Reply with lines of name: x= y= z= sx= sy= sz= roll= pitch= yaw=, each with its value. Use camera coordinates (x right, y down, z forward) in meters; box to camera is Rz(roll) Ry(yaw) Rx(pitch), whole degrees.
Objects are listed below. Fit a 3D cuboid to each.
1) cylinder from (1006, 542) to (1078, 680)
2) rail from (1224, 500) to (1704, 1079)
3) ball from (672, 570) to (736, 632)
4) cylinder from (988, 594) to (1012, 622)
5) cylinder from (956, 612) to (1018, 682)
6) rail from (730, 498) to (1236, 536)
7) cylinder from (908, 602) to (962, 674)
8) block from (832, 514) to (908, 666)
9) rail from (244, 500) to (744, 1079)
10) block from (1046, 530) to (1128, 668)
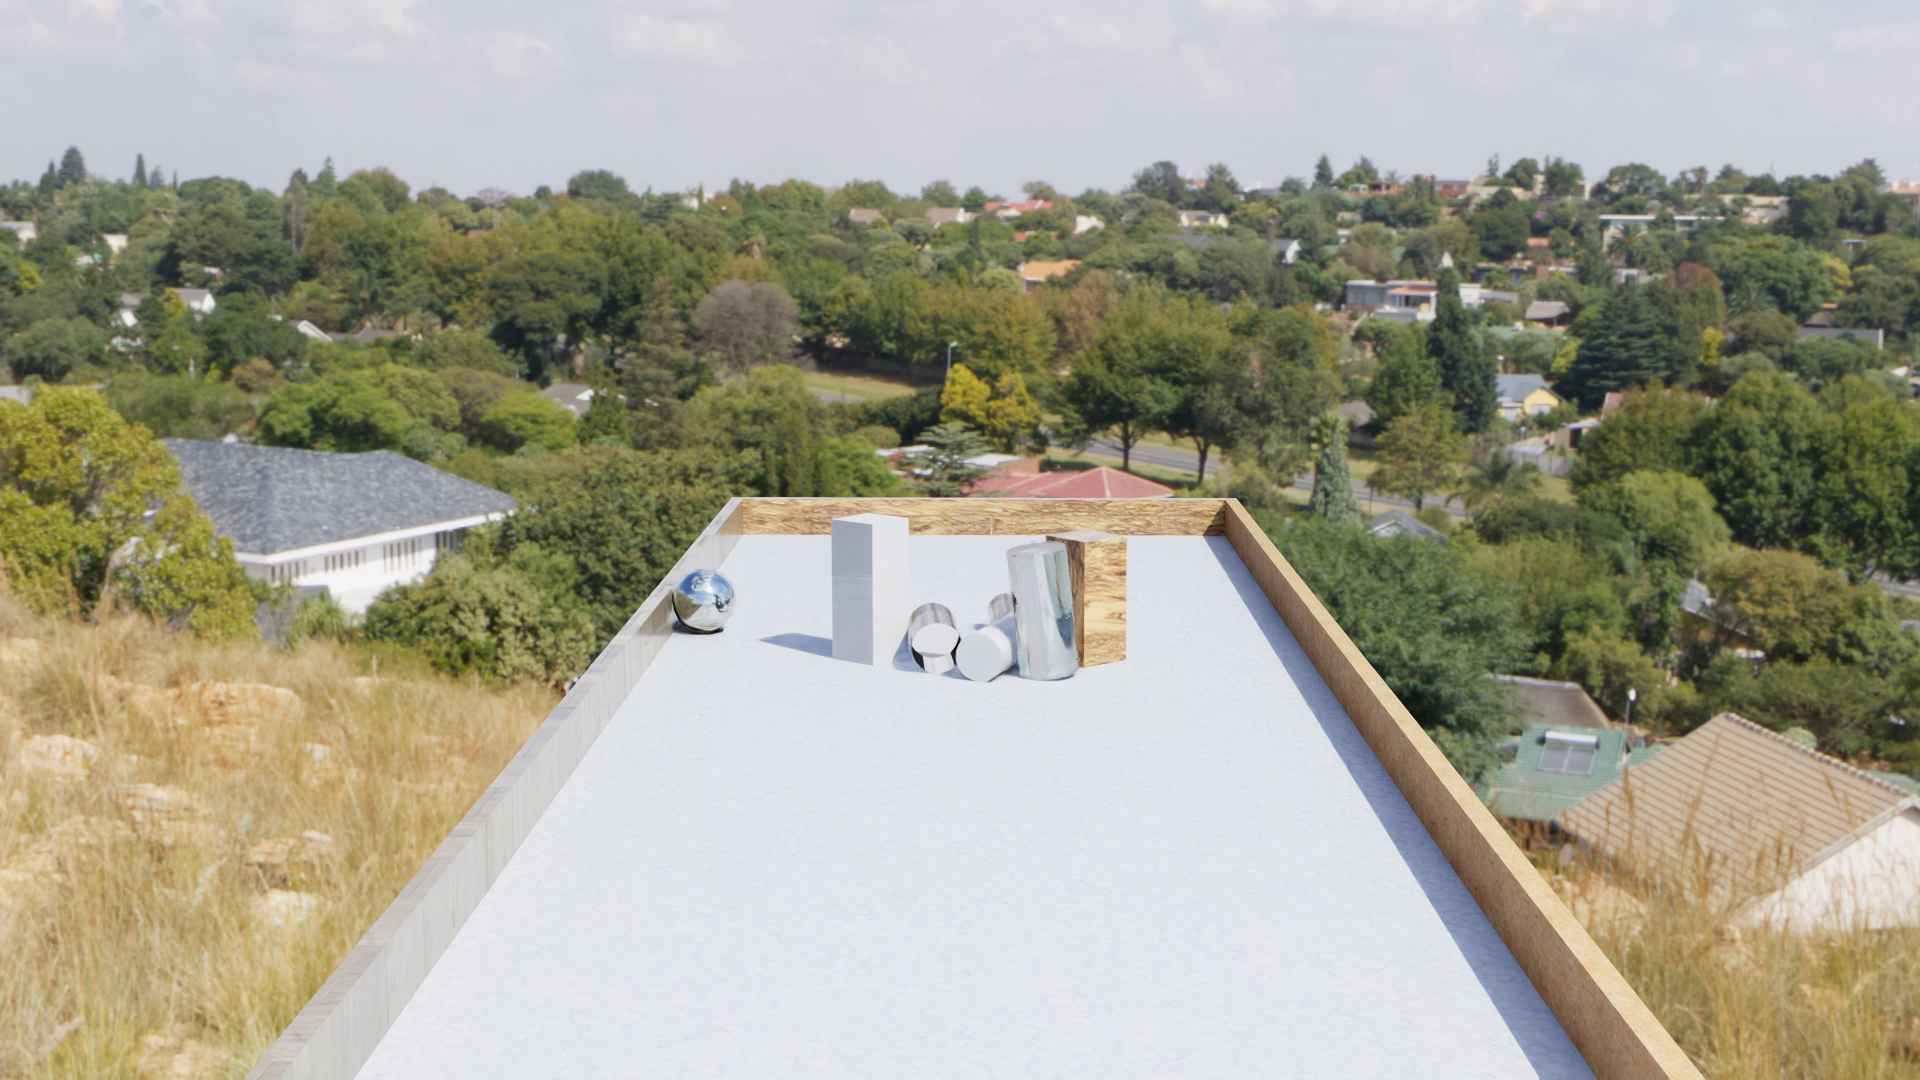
cylinder: x=0.243 y=0.207 z=6.455 sx=0.175 sy=0.372 sz=0.175 roll=-7 pitch=11 yaw=1
rail: x=1.046 y=0.843 z=3.208 sx=0.050 sy=0.150 sz=12.000 roll=0 pitch=9 yaw=1
ball: x=-0.827 y=0.198 z=7.111 sx=0.202 sy=0.202 sz=0.202 roll=0 pitch=9 yaw=0
cylinder: x=0.152 y=0.262 z=6.984 sx=0.116 sy=0.116 sz=0.401 roll=0 pitch=9 yaw=-1
cylinder: x=0.123 y=0.313 z=6.576 sx=0.143 sy=0.143 sz=0.395 roll=3 pitch=10 yaw=20
rail: x=0.099 y=-0.098 z=9.147 sx=2.100 sy=0.150 sz=0.050 roll=0 pitch=9 yaw=1
cylinder: x=-0.076 y=0.295 z=6.668 sx=0.152 sy=0.152 sz=0.328 roll=-1 pitch=10 yaw=-4
block: x=-0.273 y=0.148 z=6.698 sx=0.165 sy=0.431 sz=0.165 roll=7 pitch=12 yaw=38
rail: x=-1.004 y=0.839 z=3.234 sx=0.050 sy=0.150 sz=12.000 roll=0 pitch=9 yaw=1
block: x=0.382 y=0.176 z=6.680 sx=0.174 sy=0.382 sz=0.174 roll=-8 pitch=12 yaw=-39
